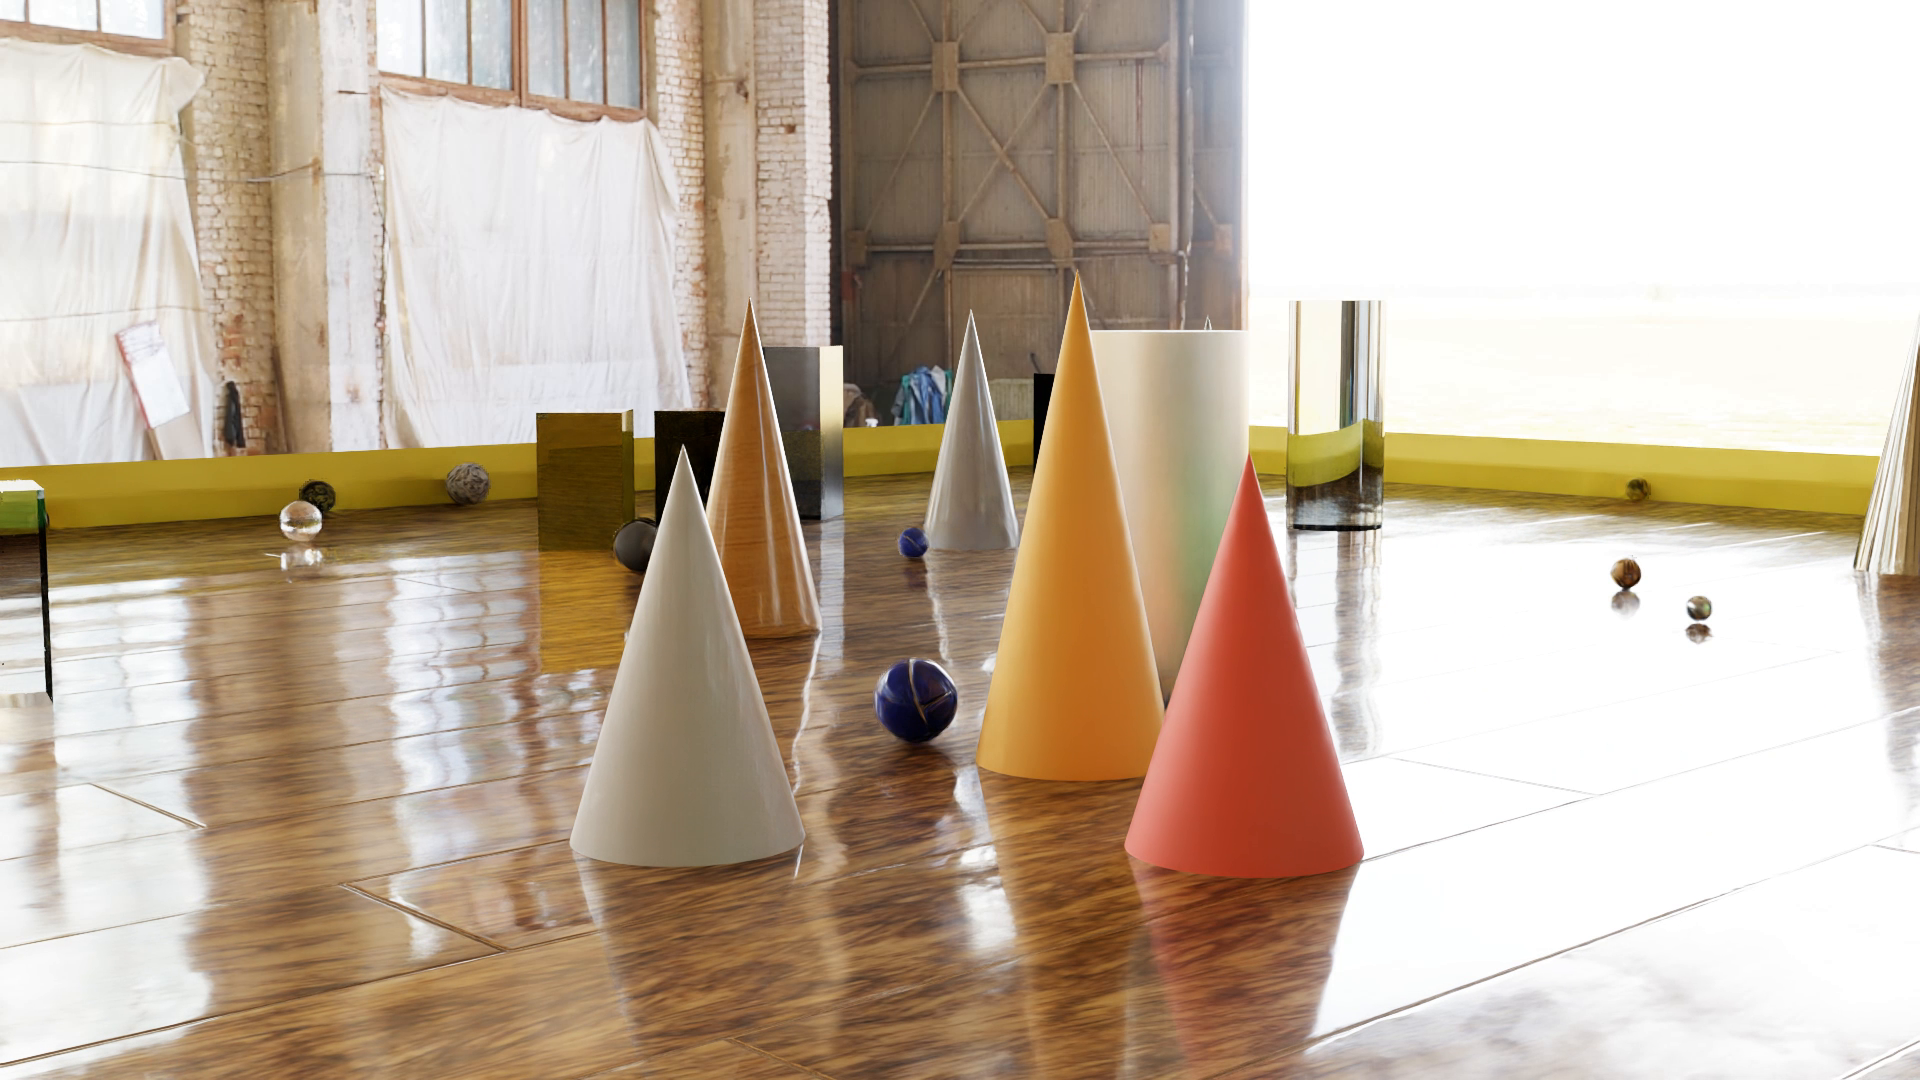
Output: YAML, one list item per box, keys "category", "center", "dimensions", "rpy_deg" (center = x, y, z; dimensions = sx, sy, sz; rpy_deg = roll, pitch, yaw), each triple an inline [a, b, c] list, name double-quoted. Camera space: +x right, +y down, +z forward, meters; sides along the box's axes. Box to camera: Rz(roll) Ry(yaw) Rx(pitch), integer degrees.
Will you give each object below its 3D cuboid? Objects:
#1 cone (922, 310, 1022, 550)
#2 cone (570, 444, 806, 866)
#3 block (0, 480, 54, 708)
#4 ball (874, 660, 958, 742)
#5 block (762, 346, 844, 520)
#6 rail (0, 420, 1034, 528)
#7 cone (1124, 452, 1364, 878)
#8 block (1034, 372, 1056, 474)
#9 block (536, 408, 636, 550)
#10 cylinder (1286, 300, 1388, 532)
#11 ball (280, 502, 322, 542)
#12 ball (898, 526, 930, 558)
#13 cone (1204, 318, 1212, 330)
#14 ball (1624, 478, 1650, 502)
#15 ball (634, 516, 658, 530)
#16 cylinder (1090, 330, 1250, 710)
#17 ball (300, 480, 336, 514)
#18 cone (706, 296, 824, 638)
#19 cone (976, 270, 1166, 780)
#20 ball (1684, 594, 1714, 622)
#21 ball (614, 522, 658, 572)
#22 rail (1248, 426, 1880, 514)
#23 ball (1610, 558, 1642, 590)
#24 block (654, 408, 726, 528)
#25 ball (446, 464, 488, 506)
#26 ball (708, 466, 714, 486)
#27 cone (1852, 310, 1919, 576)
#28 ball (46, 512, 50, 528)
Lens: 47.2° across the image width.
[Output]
- category: "cone"
  center: [0.021, -0.215, 4.185]
  dimensions: [0.199, 0.448, 0.199]
  rpy_deg: [0, 6, 0]
- category: "cone"
  center: [-0.231, 0.086, 1.848]
  dimensions: [0.199, 0.335, 0.199]
  rpy_deg: [0, 6, 0]
- category: "block"
  center: [-1.135, 0.062, 2.516]
  dimensions: [0.159, 0.245, 0.159]
  rpy_deg: [-3, 7, -27]
- category: "ball"
  center: [-0.045, 0.166, 2.275]
  dimensions: [0.086, 0.086, 0.086]
  rpy_deg: [0, 6, 0]
- category: "block"
  center: [-0.353, -0.235, 4.767]
  dimensions: [0.159, 0.368, 0.159]
  rpy_deg: [2, 6, 14]
- category: "rail"
  center: [-1.422, -0.126, 4.864]
  dimensions: [4.925, 0.129, 0.045]
  rpy_deg: [-5, 8, -42]
- category: "cone"
  center: [0.236, 0.091, 1.814]
  dimensions: [0.199, 0.331, 0.199]
  rpy_deg: [0, 6, 0]
- category: "block"
  center: [0.263, -0.188, 4.570]
  dimensions: [0.159, 0.315, 0.159]
  rpy_deg: [-4, 7, -31]
- category: "block"
  center: [-0.707, -0.117, 4.168]
  dimensions: [0.159, 0.257, 0.159]
  rpy_deg: [0, 6, -1]
- category: "cylinder"
  center: [0.774, -0.259, 4.524]
  dimensions: [0.199, 0.466, 0.199]
  rpy_deg: [0, 6, 0]
- category: "ball"
  center: [-1.274, -0.036, 4.249]
  dimensions: [0.079, 0.079, 0.079]
  rpy_deg: [0, 6, 0]
- category: "ball"
  center: [-0.084, 0.004, 3.976]
  dimensions: [0.056, 0.056, 0.056]
  rpy_deg: [0, 6, 0]
- category: "cone"
  center: [0.429, -0.173, 3.830]
  dimensions: [0.199, 0.439, 0.199]
  rpy_deg: [0, 6, 0]
- category: "ball"
  center: [1.586, -0.118, 5.154]
  dimensions: [0.056, 0.056, 0.056]
  rpy_deg: [0, 6, 0]
- category: "ball"
  center: [-0.600, -0.016, 4.174]
  dimensions: [0.055, 0.055, 0.055]
  rpy_deg: [0, 6, 0]
- category: "cylinder"
  center: [0.231, -0.029, 2.532]
  dimensions: [0.199, 0.421, 0.199]
  rpy_deg: [0, 6, 0]
- category: "ball"
  center: [-1.405, -0.092, 4.814]
  dimensions: [0.074, 0.074, 0.074]
  rpy_deg: [0, 6, 0]
- category: "cone"
  center: [-0.292, -0.108, 3.072]
  dimensions: [0.199, 0.467, 0.199]
  rpy_deg: [0, 6, 0]
- category: "cone"
  center: [0.114, -0.023, 2.164]
  dimensions: [0.199, 0.486, 0.199]
  rpy_deg: [0, 6, 0]
- category: "ball"
  center: [1.060, 0.098, 3.153]
  dimensions: [0.040, 0.040, 0.040]
  rpy_deg: [0, 6, 0]
- category: "ball"
  center: [-0.550, 0.012, 3.771]
  dimensions: [0.085, 0.085, 0.085]
  rpy_deg: [0, 6, 0]
- category: "rail"
  center: [1.792, -0.138, 4.977]
  dimensions: [0.045, 0.129, 4.241]
  rpy_deg: [-5, 8, -42]
- category: "ball"
  center: [1.069, 0.053, 3.530]
  dimensions: [0.051, 0.051, 0.051]
  rpy_deg: [0, 6, 0]
- category: "block"
  center: [-0.530, -0.149, 4.549]
  dimensions: [0.159, 0.242, 0.159]
  rpy_deg: [1, 6, 10]
- category: "ball"
  center: [-1.130, -0.127, 5.041]
  dimensions: [0.097, 0.097, 0.097]
  rpy_deg: [0, 6, 0]
- category: "ball"
  center: [-0.548, -0.143, 5.203]
  dimensions: [0.096, 0.096, 0.096]
  rpy_deg: [0, 6, 0]
- category: "cone"
  center: [1.649, -0.196, 3.775]
  dimensions: [0.199, 0.495, 0.199]
  rpy_deg: [0, 6, 0]
- category: "ball"
  center: [-1.861, -0.040, 4.428]
  dimensions: [0.051, 0.051, 0.051]
  rpy_deg: [0, 6, 0]
